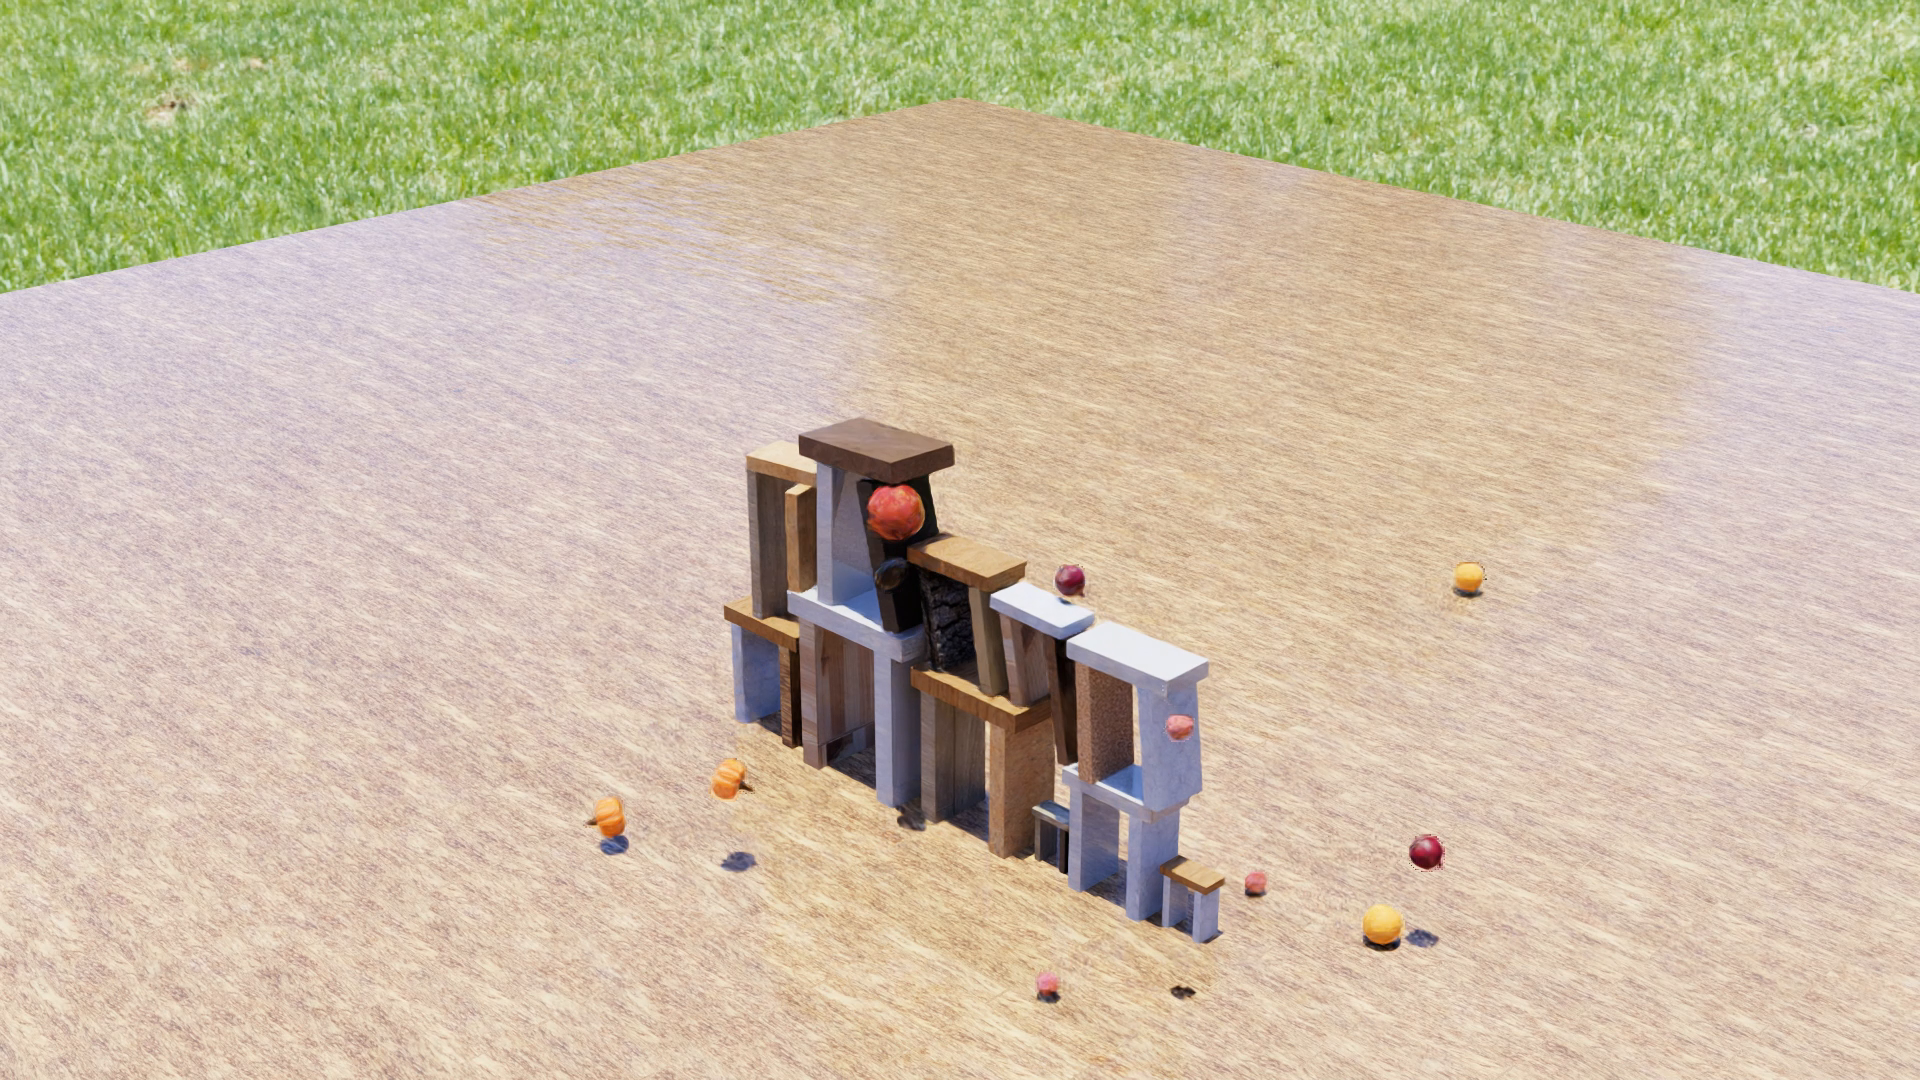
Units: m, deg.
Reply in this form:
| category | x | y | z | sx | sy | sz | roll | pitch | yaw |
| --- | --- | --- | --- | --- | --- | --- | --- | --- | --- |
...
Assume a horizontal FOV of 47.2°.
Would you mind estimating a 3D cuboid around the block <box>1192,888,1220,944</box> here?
| category | x | y | z | sx | sy | sz | roll | pitch | yaw |
| --- | --- | --- | --- | --- | --- | --- | --- | --- | --- |
| block | 0.450 | 0.679 | 4.020 | 0.015 | 0.109 | 0.054 | 21 | 31 | 41 |

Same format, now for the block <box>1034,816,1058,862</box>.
| category | x | y | z | sx | sy | sz | roll | pitch | yaw |
| --- | --- | --- | --- | --- | --- | --- | --- | --- | --- |
| block | 0.168 | 0.574 | 4.284 | 0.014 | 0.097 | 0.049 | 21 | 31 | 41 |

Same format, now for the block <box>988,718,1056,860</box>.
| category | x | y | z | sx | sy | sz | roll | pitch | yaw |
| --- | --- | --- | --- | --- | --- | --- | --- | --- | --- |
| block | 0.122 | 0.467 | 4.294 | 0.143 | 0.286 | 0.041 | -21 | 31 | -40 |

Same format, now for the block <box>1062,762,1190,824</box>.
| category | x | y | z | sx | sy | sz | roll | pitch | yaw |
| --- | --- | --- | --- | --- | --- | --- | --- | --- | --- |
| block | 0.307 | 0.456 | 4.086 | 0.109 | 0.031 | 0.219 | -21 | 31 | -41 |

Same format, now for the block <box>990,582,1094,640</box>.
| category | x | y | z | sx | sy | sz | roll | pitch | yaw |
| --- | --- | --- | --- | --- | --- | --- | --- | --- | --- |
| block | 0.153 | 0.131 | 4.116 | 0.091 | 0.026 | 0.182 | -21 | 33 | -41 |

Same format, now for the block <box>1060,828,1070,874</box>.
| category | x | y | z | sx | sy | sz | roll | pitch | yaw |
| --- | --- | --- | --- | --- | --- | --- | --- | --- | --- |
| block | 0.213 | 0.592 | 4.242 | 0.014 | 0.097 | 0.049 | 21 | 31 | 41 |

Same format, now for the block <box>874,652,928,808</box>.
| category | x | y | z | sx | sy | sz | roll | pitch | yaw |
| --- | --- | --- | --- | --- | --- | --- | --- | --- | --- |
| block | -0.094 | 0.360 | 4.477 | 0.048 | 0.341 | 0.171 | 21 | 31 | 41 |

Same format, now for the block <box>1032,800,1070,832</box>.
| category | x | y | z | sx | sy | sz | roll | pitch | yaw |
| --- | --- | --- | --- | --- | --- | --- | --- | --- | --- |
| block | 0.190 | 0.532 | 4.241 | 0.097 | 0.014 | 0.049 | 21 | 31 | 41 |

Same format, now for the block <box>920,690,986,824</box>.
| category | x | y | z | sx | sy | sz | roll | pitch | yaw |
| --- | --- | --- | --- | --- | --- | --- | --- | --- | --- |
| block | -0.013 | 0.414 | 4.419 | 0.143 | 0.286 | 0.041 | -21 | 31 | -41 |

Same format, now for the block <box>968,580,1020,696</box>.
| category | x | y | z | sx | sy | sz | roll | pitch | yaw |
| --- | --- | --- | --- | --- | --- | --- | --- | --- | --- |
| block | 0.076 | 0.180 | 4.223 | 0.107 | 0.214 | 0.030 | -21 | 20 | -41 |

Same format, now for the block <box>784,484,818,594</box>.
| category | x | y | z | sx | sy | sz | roll | pitch | yaw |
| --- | --- | --- | --- | --- | --- | --- | --- | --- | --- |
| block | -0.311 | -0.011 | 4.510 | 0.031 | 0.218 | 0.109 | 14 | 27 | 30 |

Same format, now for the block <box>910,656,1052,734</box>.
| category | x | y | z | sx | sy | sz | roll | pitch | yaw |
| --- | --- | --- | --- | --- | --- | --- | --- | --- | --- |
| block | 0.054 | 0.290 | 4.292 | 0.143 | 0.041 | 0.286 | -21 | 31 | -40 |

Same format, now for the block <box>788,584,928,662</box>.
| category | x | y | z | sx | sy | sz | roll | pitch | yaw |
| --- | --- | --- | --- | --- | --- | --- | --- | --- | --- |
| block | -0.175 | 0.149 | 4.474 | 0.341 | 0.048 | 0.171 | 21 | 31 | 41 |

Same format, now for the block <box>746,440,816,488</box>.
| category | x | y | z | sx | sy | sz | roll | pitch | yaw |
| --- | --- | --- | --- | --- | --- | --- | --- | --- | --- |
| block | -0.322 | -0.154 | 4.529 | 0.218 | 0.031 | 0.109 | 16 | 28 | 33 |

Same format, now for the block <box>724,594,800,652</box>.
| category | x | y | z | sx | sy | sz | roll | pitch | yaw |
| --- | --- | --- | --- | --- | --- | --- | --- | --- | --- |
| block | -0.384 | 0.172 | 4.707 | 0.237 | 0.034 | 0.118 | 21 | 31 | 41 |

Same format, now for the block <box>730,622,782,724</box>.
| category | x | y | z | sx | sy | sz | roll | pitch | yaw |
| --- | --- | --- | --- | --- | --- | --- | --- | --- | --- |
| block | -0.440 | 0.274 | 4.812 | 0.034 | 0.237 | 0.118 | 21 | 31 | 41 |

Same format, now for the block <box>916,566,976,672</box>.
| category | x | y | z | sx | sy | sz | roll | pitch | yaw |
| --- | --- | --- | --- | --- | --- | --- | --- | --- | --- |
| block | -0.023 | 0.140 | 4.317 | 0.107 | 0.214 | 0.030 | -21 | 21 | -41 |

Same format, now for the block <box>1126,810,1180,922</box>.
| category | x | y | z | sx | sy | sz | roll | pitch | yaw |
| --- | --- | --- | --- | --- | --- | --- | --- | --- | --- |
| block | 0.359 | 0.591 | 4.087 | 0.031 | 0.219 | 0.109 | 21 | 31 | 41 |

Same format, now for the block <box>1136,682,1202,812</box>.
| category | x | y | z | sx | sy | sz | roll | pitch | yaw |
| --- | --- | --- | --- | --- | --- | --- | --- | --- | --- |
| block | 0.379 | 0.359 | 3.968 | 0.118 | 0.237 | 0.034 | -19 | 22 | -37 |

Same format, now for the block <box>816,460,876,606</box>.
| category | x | y | z | sx | sy | sz | roll | pitch | yaw |
| --- | --- | --- | --- | --- | --- | --- | --- | --- | --- |
| block | -0.220 | -0.033 | 4.448 | 0.043 | 0.306 | 0.153 | 21 | 31 | 38 |

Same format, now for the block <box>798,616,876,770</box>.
| category | x | y | z | sx | sy | sz | roll | pitch | yaw |
| --- | --- | --- | --- | --- | --- | --- | --- | --- | --- |
| block | -0.254 | 0.297 | 4.625 | 0.171 | 0.341 | 0.048 | -21 | 31 | -41 |

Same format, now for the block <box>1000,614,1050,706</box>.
| category | x | y | z | sx | sy | sz | roll | pitch | yaw |
| --- | --- | --- | --- | --- | --- | --- | --- | --- | --- |
| block | 0.127 | 0.216 | 4.181 | 0.091 | 0.182 | 0.026 | -21 | 20 | -41 |

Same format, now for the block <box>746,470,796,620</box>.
| category | x | y | z | sx | sy | sz | roll | pitch | yaw |
| --- | --- | --- | --- | --- | --- | --- | --- | --- | --- |
| block | -0.393 | -0.004 | 4.646 | 0.109 | 0.337 | 0.031 | -21 | 31 | -41 |

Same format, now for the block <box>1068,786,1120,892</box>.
| category | x | y | z | sx | sy | sz | roll | pitch | yaw |
| --- | --- | --- | --- | --- | --- | --- | --- | --- | --- |
| block | 0.256 | 0.551 | 4.182 | 0.031 | 0.219 | 0.109 | 21 | 31 | 41 |

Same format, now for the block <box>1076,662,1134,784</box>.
| category | x | y | z | sx | sy | sz | roll | pitch | yaw |
| --- | --- | --- | --- | --- | --- | --- | --- | --- | --- |
| block | 0.268 | 0.320 | 4.063 | 0.118 | 0.237 | 0.034 | -21 | 27 | -40 |

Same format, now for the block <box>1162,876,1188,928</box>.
| category | x | y | z | sx | sy | sz | roll | pitch | yaw |
| --- | --- | --- | --- | --- | --- | --- | --- | --- | --- |
| block | 0.399 | 0.659 | 4.068 | 0.015 | 0.109 | 0.054 | 21 | 31 | 41 |

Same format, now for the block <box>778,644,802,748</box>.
| category | x | y | z | sx | sy | sz | roll | pitch | yaw |
| --- | --- | --- | --- | --- | --- | --- | --- | --- | --- |
| block | -0.328 | 0.318 | 4.709 | 0.034 | 0.237 | 0.118 | 21 | 31 | 41 |

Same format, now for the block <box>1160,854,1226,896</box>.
| category | x | y | z | sx | sy | sz | roll | pitch | yaw |
| --- | --- | --- | --- | --- | --- | --- | --- | --- | --- |
| block | 0.424 | 0.612 | 4.020 | 0.109 | 0.015 | 0.054 | 21 | 31 | 41 |

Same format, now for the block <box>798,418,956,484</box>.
| category | x | y | z | sx | sy | sz | roll | pitch | yaw |
| --- | --- | --- | --- | --- | --- | --- | --- | --- | --- |
| block | -0.166 | -0.177 | 4.312 | 0.153 | 0.043 | 0.306 | -19 | 24 | -35 |

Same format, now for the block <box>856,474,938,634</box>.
| category | x | y | z | sx | sy | sz | roll | pitch | yaw |
| --- | --- | --- | --- | --- | --- | --- | --- | --- | --- |
| block | -0.108 | 0.013 | 4.339 | 0.043 | 0.306 | 0.153 | 3 | 19 | 45 |

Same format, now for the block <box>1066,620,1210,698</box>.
| category | x | y | z | sx | sy | sz | roll | pitch | yaw |
| --- | --- | --- | --- | --- | --- | --- | --- | --- | --- |
| block | 0.319 | 0.213 | 3.964 | 0.237 | 0.034 | 0.118 | 21 | 31 | 40 |

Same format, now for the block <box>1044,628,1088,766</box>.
| category | x | y | z | sx | sy | sz | roll | pitch | yaw |
| --- | --- | --- | --- | --- | --- | --- | --- | --- | --- |
| block | 0.210 | 0.287 | 4.122 | 0.091 | 0.259 | 0.026 | -21 | 21 | -41 |

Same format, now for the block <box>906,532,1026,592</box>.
| category | x | y | z | sx | sy | sz | roll | pitch | yaw |
| --- | --- | --- | --- | --- | --- | --- | --- | --- | --- |
| block | 0.011 | 0.041 | 4.235 | 0.214 | 0.030 | 0.107 | 21 | 30 | 40 |
